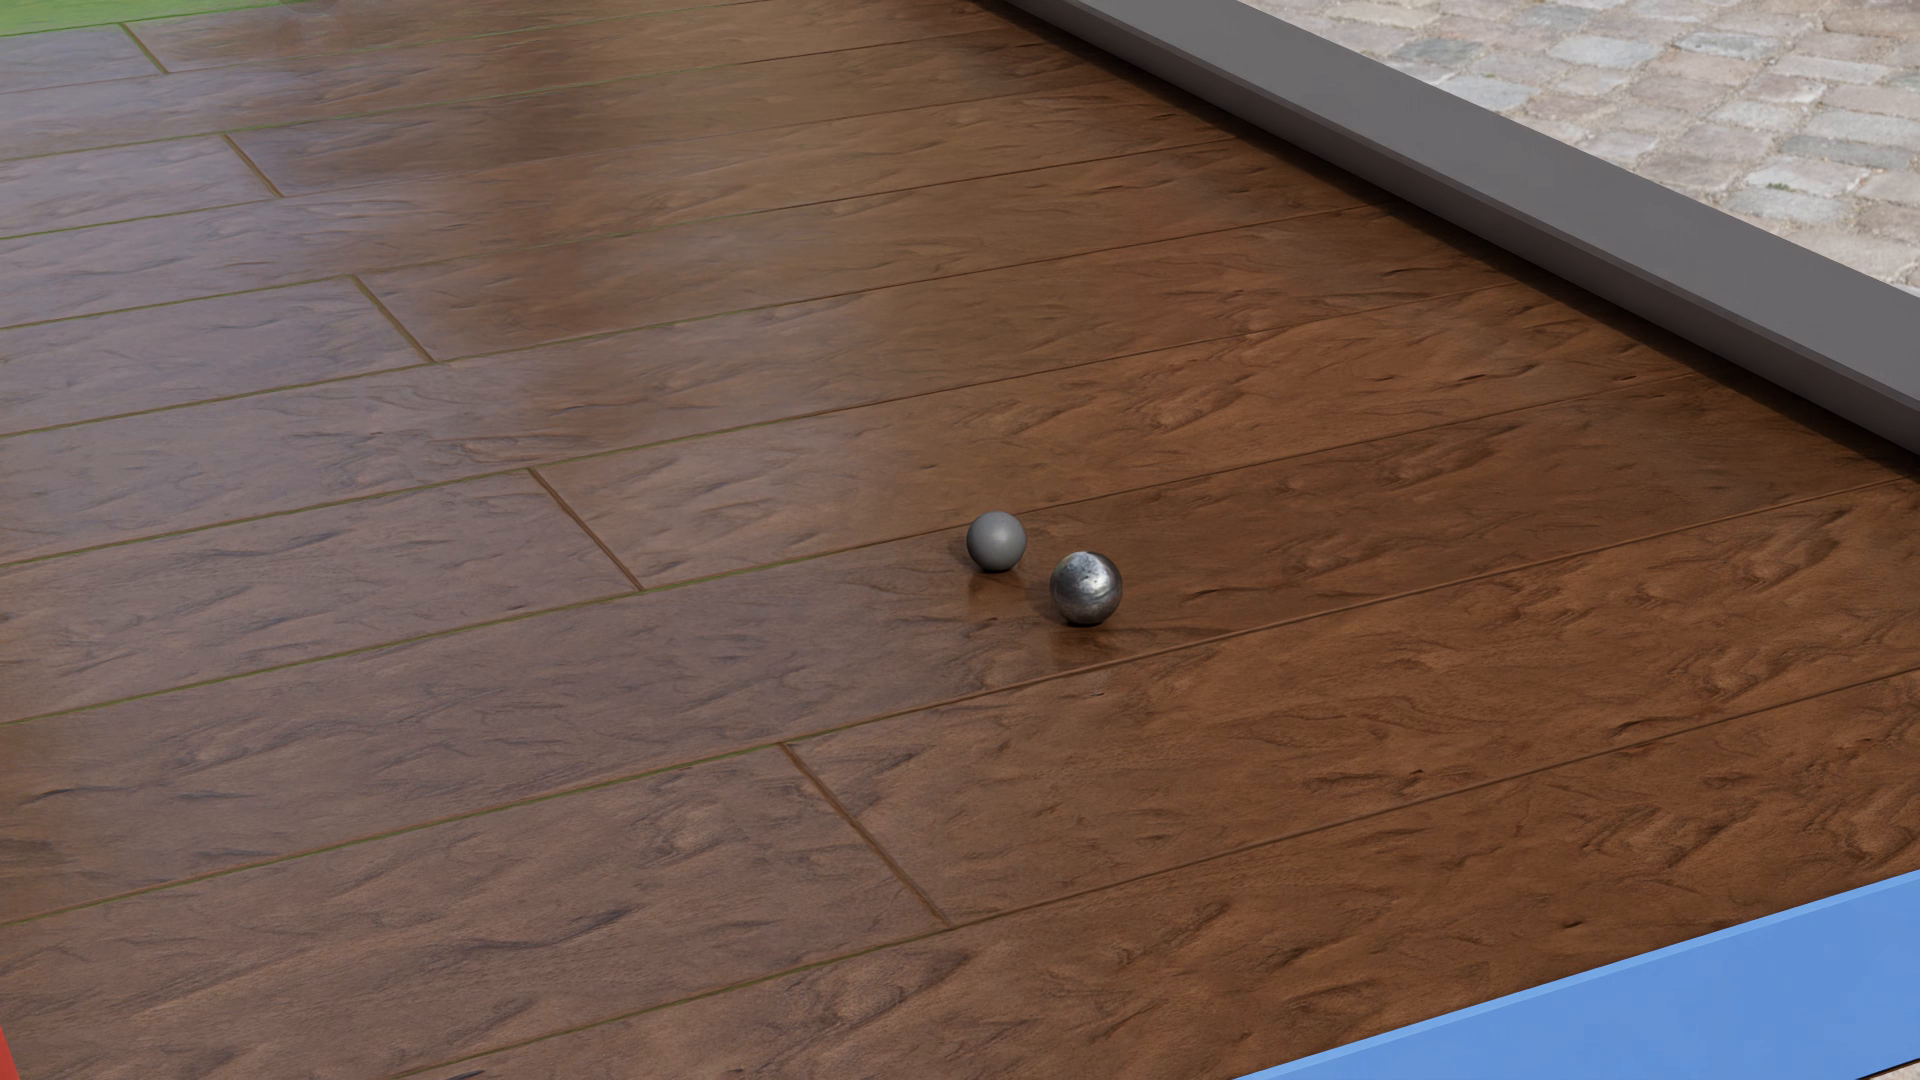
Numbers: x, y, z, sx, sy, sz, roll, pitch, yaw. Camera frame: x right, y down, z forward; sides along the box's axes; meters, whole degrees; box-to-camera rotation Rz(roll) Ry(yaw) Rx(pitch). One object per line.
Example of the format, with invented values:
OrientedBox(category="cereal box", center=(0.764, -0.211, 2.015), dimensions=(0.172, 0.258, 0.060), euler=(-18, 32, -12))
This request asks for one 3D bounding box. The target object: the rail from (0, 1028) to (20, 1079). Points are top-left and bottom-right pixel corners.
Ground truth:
OrientedBox(category="rail", center=(-1.027, -0.181, 2.435), dimensions=(0.045, 0.123, 3.104), euler=(-12, 27, -24))

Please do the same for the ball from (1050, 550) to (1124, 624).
OrientedBox(category="ball", center=(0.088, 0.033, 2.061), dimensions=(0.052, 0.052, 0.052), euler=(0, 25, 0))

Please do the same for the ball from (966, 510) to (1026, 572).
OrientedBox(category="ball", center=(0.027, 0.001, 2.141), dimensions=(0.044, 0.044, 0.044), euler=(0, 25, 0))

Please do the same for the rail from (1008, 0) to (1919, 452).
OrientedBox(category="rail", center=(0.334, -0.467, 3.051), dimensions=(0.045, 0.123, 3.104), euler=(-12, 27, -24))

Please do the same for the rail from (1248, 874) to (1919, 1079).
OrientedBox(category="rail", center=(0.336, 0.252, 1.503), dimensions=(1.568, 0.123, 0.045), euler=(-12, 27, -24))
